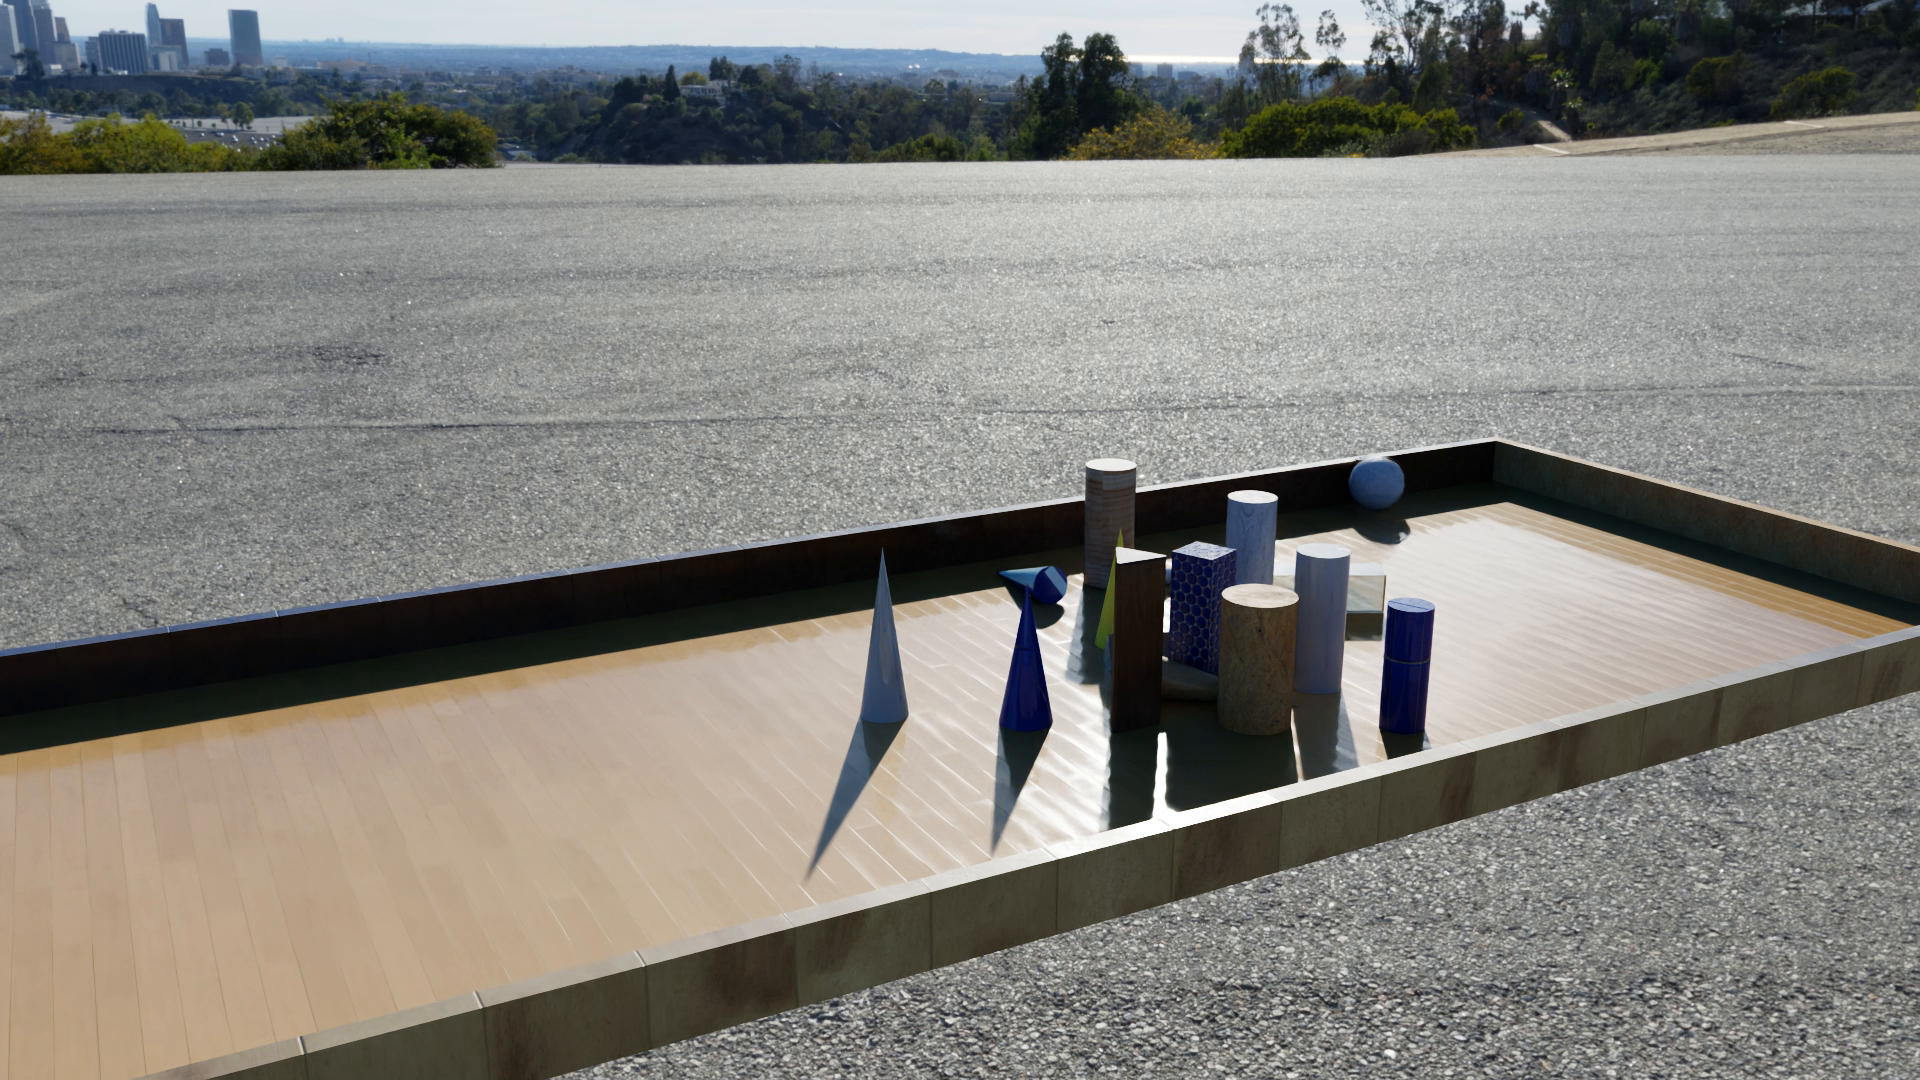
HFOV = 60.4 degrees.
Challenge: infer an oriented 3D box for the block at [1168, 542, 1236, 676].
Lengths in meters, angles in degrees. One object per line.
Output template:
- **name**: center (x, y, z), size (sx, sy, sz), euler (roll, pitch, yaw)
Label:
- **block**: center (0.599, 0.191, 4.092), size (0.115, 0.345, 0.115), euler (13, 21, 38)

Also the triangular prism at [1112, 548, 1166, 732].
- **triangular prism**: center (0.390, 0.228, 3.847), size (0.128, 0.413, 0.111), euler (-8, 18, -26)

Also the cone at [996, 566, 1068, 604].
- **cone**: center (0.183, 0.113, 4.872), size (0.111, 0.111, 0.345), euler (-8, 9, -26)

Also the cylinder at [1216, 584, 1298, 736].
- **cylinder**: center (0.694, 0.278, 3.857), size (0.175, 0.311, 0.175), euler (0, 16, 0)

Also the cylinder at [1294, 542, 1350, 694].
- **cylinder**: center (0.887, 0.194, 4.074), size (0.130, 0.350, 0.130), euler (0, 16, 0)

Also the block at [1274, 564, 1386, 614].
- **block**: center (0.985, 0.137, 4.691), size (0.421, 0.112, 0.112), euler (0, 16, 0)

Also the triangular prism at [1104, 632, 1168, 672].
- **triangular prism**: center (0.546, 0.276, 4.255), size (0.338, 0.085, 0.098), euler (-2, 17, -7)

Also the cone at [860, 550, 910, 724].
- **cone**: center (-0.180, 0.216, 3.884), size (0.118, 0.415, 0.118), euler (0, 16, 0)

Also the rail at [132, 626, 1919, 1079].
- **rail**: center (-2.336, 1.006, 1.665), size (12.000, 0.150, 0.050), euler (-9, 18, -27)

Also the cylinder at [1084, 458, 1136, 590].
- **cylinder**: center (0.441, -0.046, 4.866), size (0.149, 0.363, 0.149), euler (0, 16, 0)

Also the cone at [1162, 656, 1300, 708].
- **cone**: center (0.614, 0.361, 4.010), size (0.432, 0.132, 0.132), euler (11, 18, 8)

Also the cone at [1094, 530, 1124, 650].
- **cone**: center (0.421, 0.122, 4.368), size (0.121, 0.323, 0.121), euler (0, 16, 0)

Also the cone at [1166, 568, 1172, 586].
- **cone**: center (0.617, 0.108, 4.892), size (0.361, 0.106, 0.106), euler (-2, 14, -38)

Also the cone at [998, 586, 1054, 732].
- **cone**: center (0.156, 0.263, 3.852), size (0.129, 0.343, 0.129), euler (0, 16, 0)

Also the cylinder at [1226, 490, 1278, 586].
- **cylinder**: center (0.760, 0.085, 4.336), size (0.128, 0.411, 0.128), euler (0, 16, 0)

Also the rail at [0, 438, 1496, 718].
- **rail**: center (-3.305, 0.497, 3.399), size (12.000, 0.150, 0.050), euler (-9, 18, -27)

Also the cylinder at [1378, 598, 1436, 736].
- **cylinder**: center (1.035, 0.293, 3.826), size (0.106, 0.301, 0.106), euler (0, 16, 0)

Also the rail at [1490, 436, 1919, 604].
- **rail**: center (2.466, -0.048, 5.253), size (0.050, 0.150, 2.100), euler (-9, 18, -27)

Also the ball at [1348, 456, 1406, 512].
- **ball**: center (1.435, -0.194, 5.678), size (0.189, 0.189, 0.189), euler (0, 16, 0)
